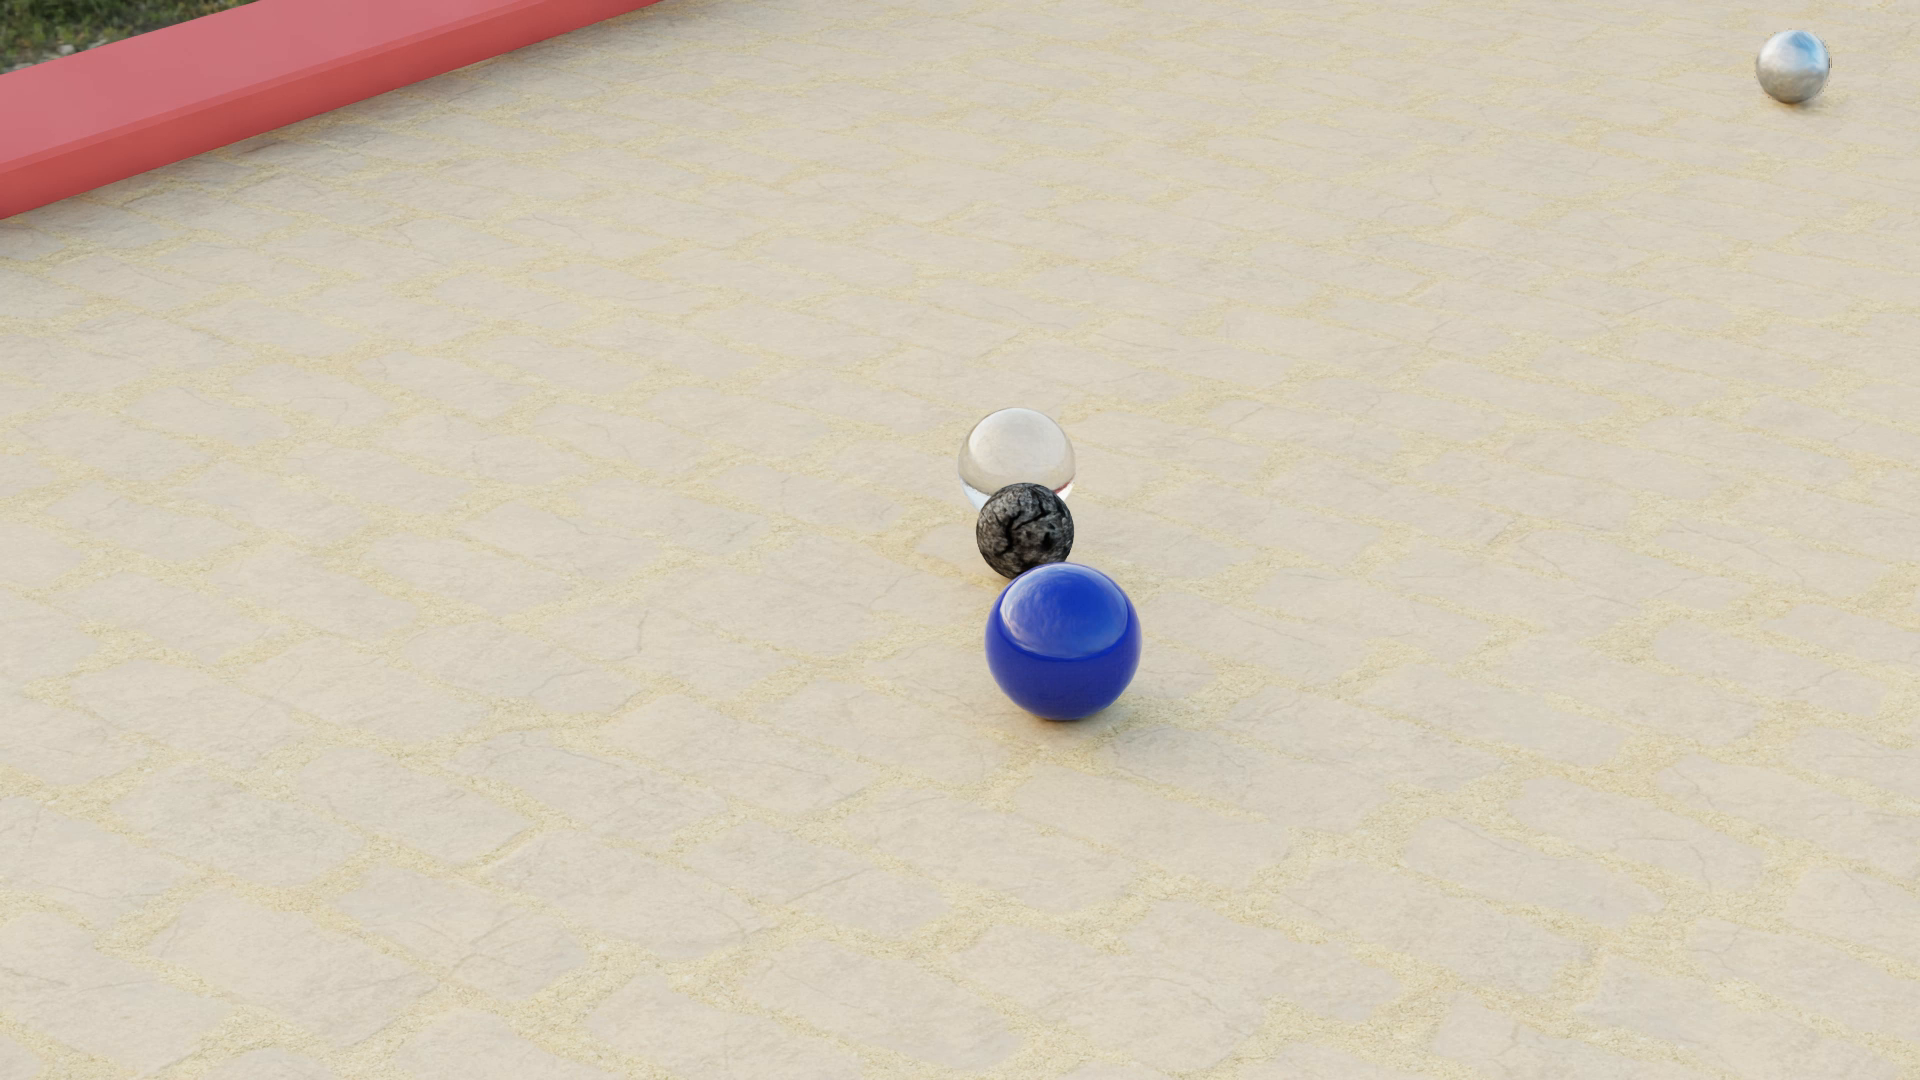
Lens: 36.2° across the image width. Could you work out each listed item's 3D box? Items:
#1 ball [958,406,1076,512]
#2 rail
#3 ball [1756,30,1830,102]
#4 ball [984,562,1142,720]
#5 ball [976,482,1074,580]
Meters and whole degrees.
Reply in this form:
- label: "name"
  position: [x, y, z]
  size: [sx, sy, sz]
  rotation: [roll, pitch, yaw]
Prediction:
- label: "ball"
  position: [0.036, -0.047, 1.867]
  size: [0.076, 0.076, 0.076]
  rotation: [0, 26, 0]
- label: "rail"
  position: [-0.239, -0.623, 3.012]
  size: [0.045, 0.115, 3.933]
  rotation: [18, 31, 32]
- label: "ball"
  position: [0.757, -0.431, 2.672]
  size: [0.066, 0.066, 0.066]
  rotation: [0, 26, 0]
- label: "ball"
  position: [0.057, 0.056, 1.639]
  size: [0.089, 0.089, 0.089]
  rotation: [0, 26, 0]
- label: "ball"
  position: [0.040, -0.005, 1.798]
  size: [0.060, 0.060, 0.060]
  rotation: [0, 26, 0]
